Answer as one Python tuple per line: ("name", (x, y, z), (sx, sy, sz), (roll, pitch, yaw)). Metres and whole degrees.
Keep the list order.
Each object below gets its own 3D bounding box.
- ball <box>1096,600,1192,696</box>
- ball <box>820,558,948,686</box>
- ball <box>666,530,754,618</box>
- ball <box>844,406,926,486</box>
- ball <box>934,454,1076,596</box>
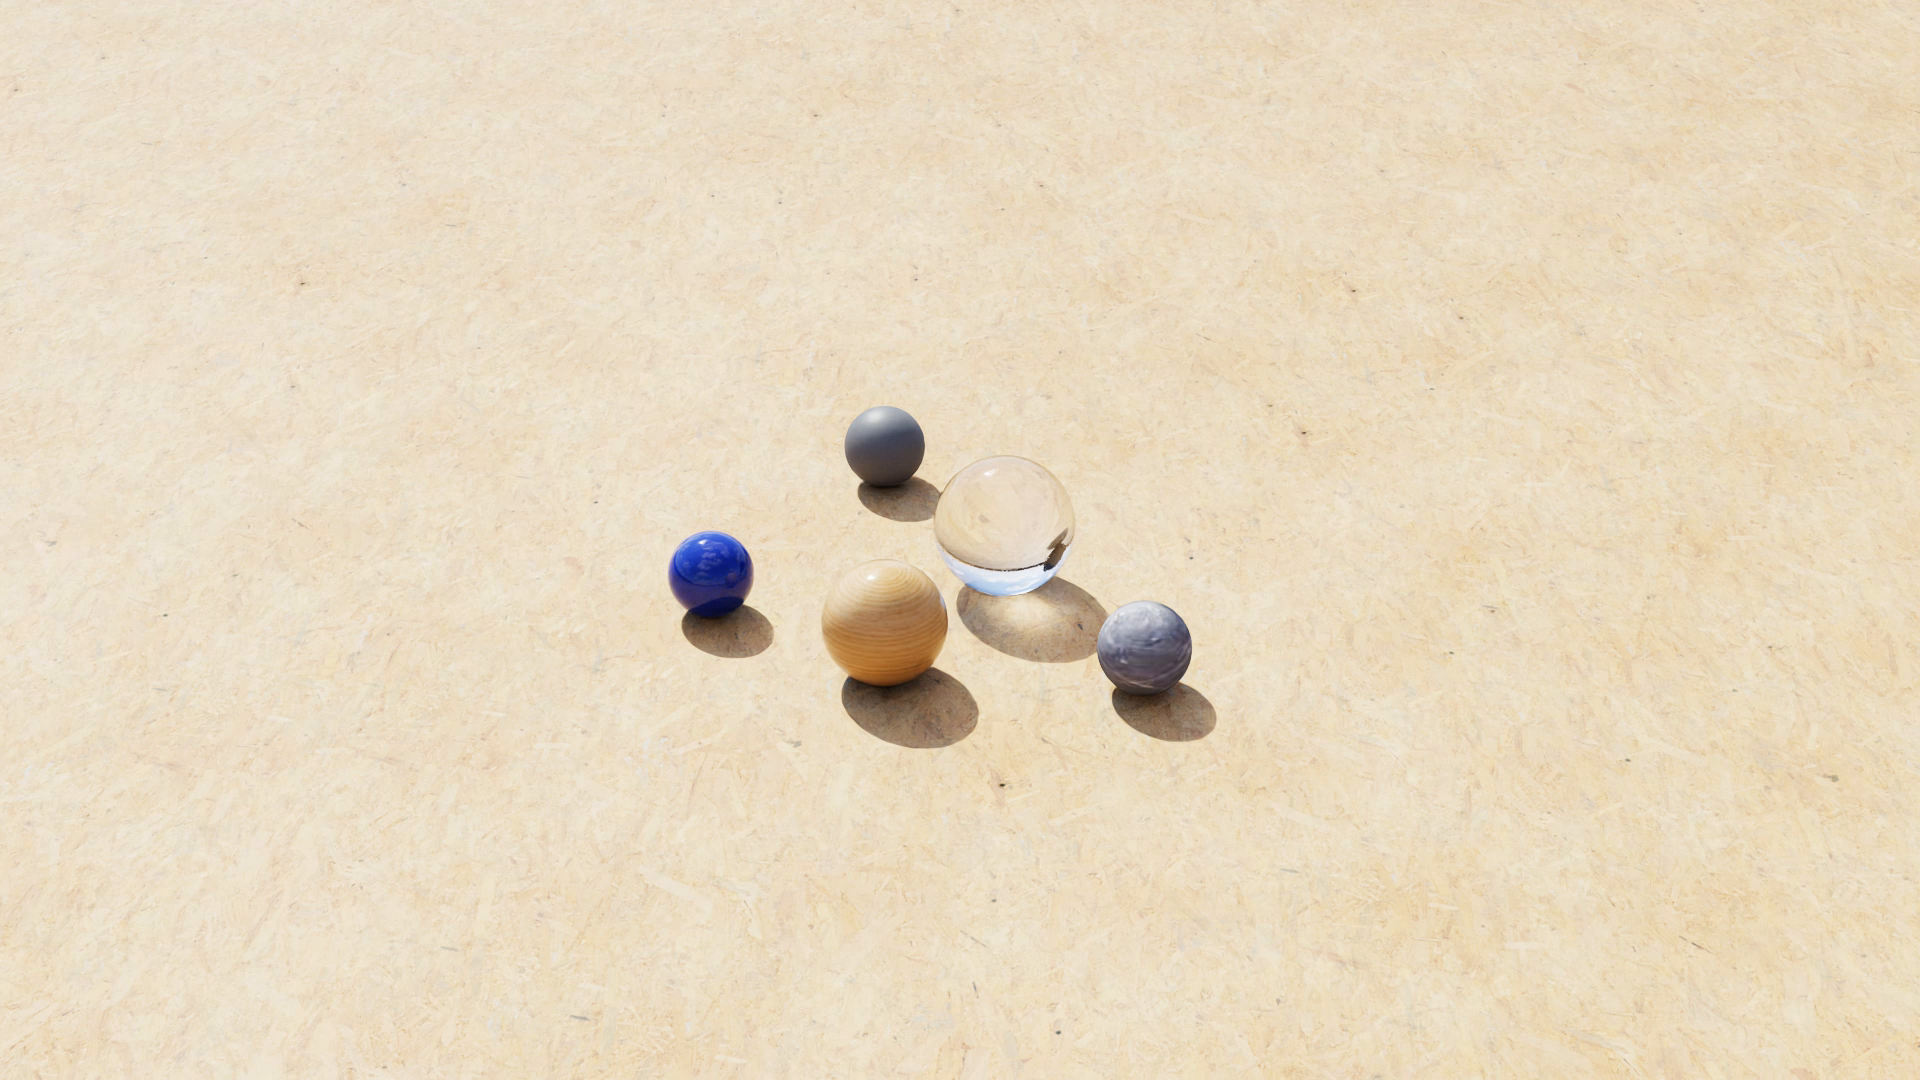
("ball", (0.100, 0.059, 1.601), (0.052, 0.052, 0.052), (0, 30, 0))
("ball", (-0.041, 0.045, 1.607), (0.070, 0.070, 0.070), (0, 30, 0))
("ball", (-0.142, 0.019, 1.673), (0.050, 0.050, 0.050), (0, 30, 0))
("ball", (-0.046, -0.058, 1.809), (0.050, 0.050, 0.050), (0, 30, 0))
("ball", (0.026, -0.008, 1.690), (0.082, 0.082, 0.082), (0, 30, 0))
